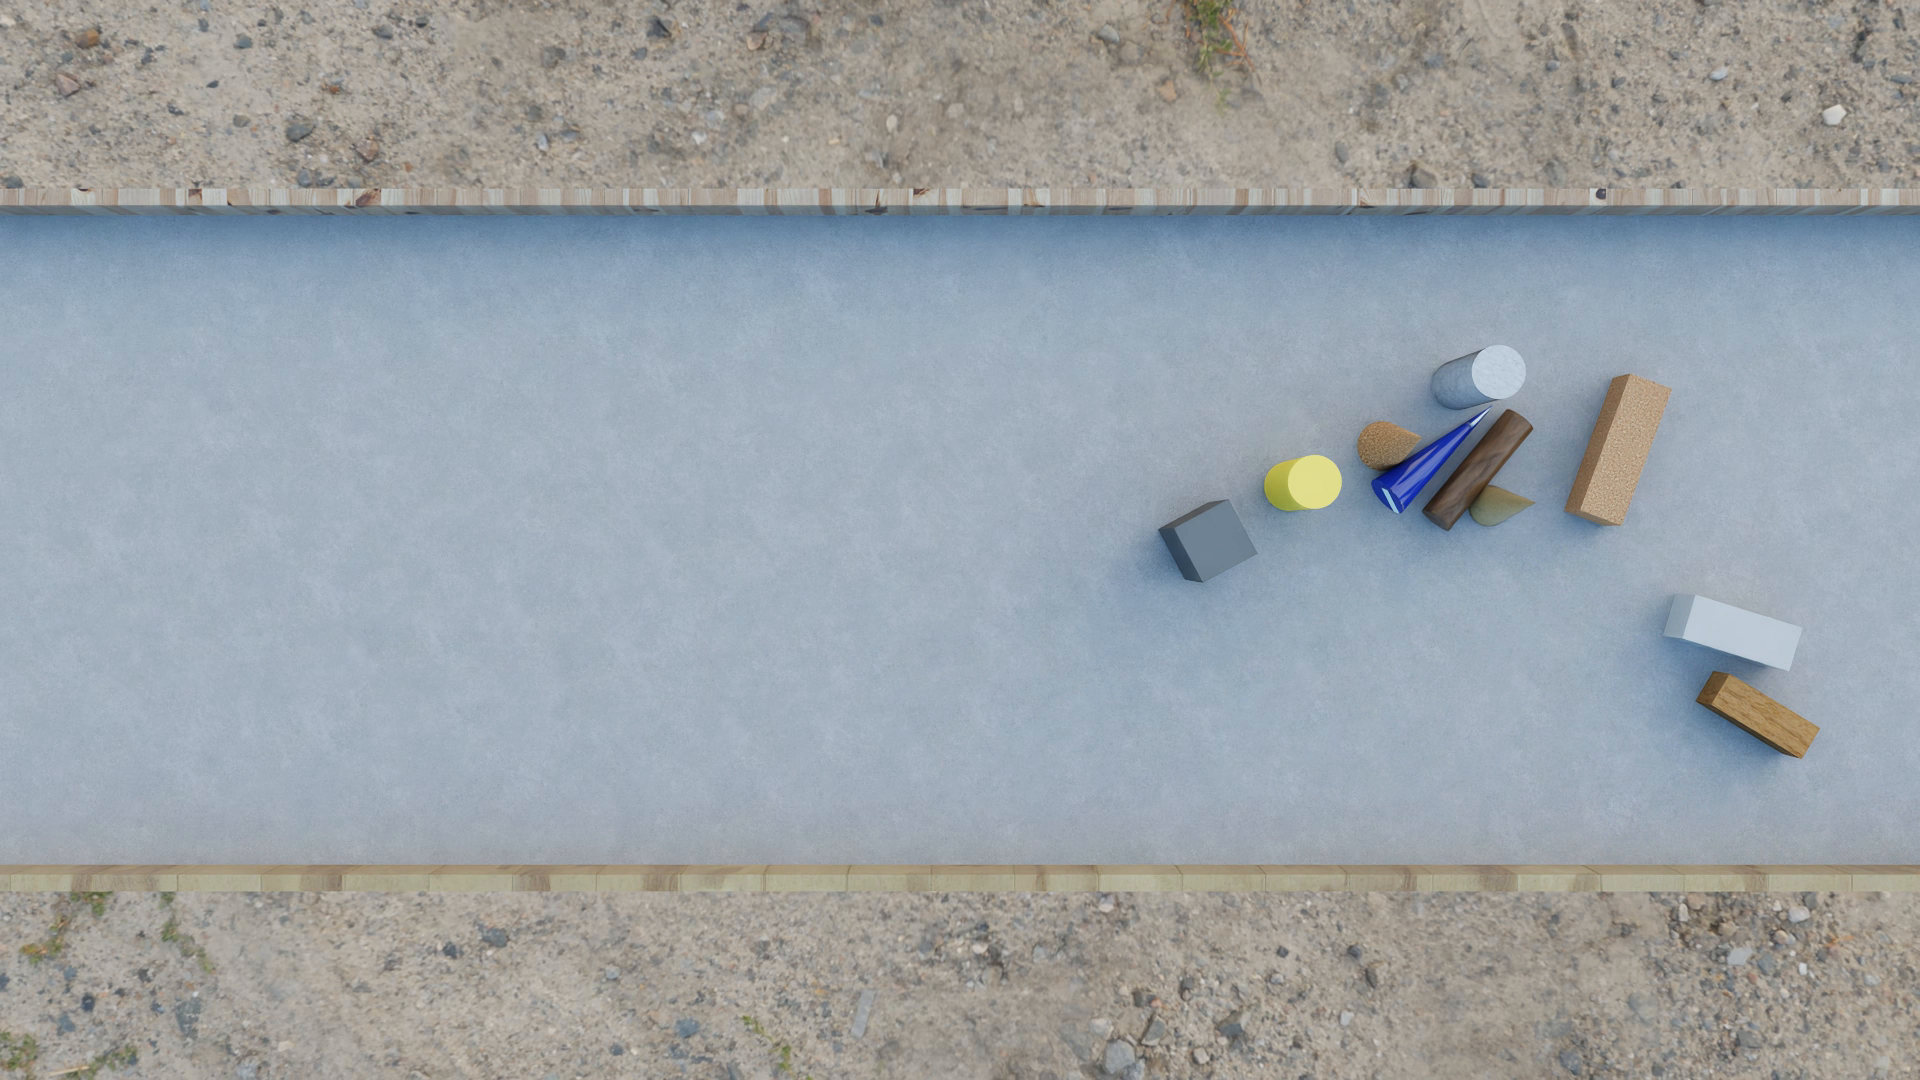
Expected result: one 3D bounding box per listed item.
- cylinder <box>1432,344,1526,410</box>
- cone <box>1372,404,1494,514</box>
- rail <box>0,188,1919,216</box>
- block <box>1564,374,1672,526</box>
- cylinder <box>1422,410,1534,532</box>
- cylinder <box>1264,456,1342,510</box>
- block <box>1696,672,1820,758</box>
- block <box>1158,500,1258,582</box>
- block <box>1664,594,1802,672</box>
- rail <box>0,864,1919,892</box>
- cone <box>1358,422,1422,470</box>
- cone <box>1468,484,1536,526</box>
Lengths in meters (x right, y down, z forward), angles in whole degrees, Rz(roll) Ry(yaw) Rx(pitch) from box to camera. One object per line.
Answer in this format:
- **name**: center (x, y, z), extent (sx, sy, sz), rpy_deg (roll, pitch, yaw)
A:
- **cylinder**: center (1.530, -0.477, 4.880), extent (0.154, 0.394, 0.154), rpy_deg (0, 90, 0)
- **cone**: center (1.472, -0.275, 5.044), extent (0.455, 0.132, 0.132), rpy_deg (-40, 90, -8)
- **rail**: center (-2.247, -1.025, 5.002), extent (12.000, 0.150, 0.050), rpy_deg (0, 90, 0)
- **block**: center (1.997, -0.271, 5.010), extent (0.133, 0.133, 0.437), rpy_deg (20, 90, 0)
- **cylinder**: center (1.577, -0.213, 5.026), extent (0.101, 0.101, 0.401), rpy_deg (40, 90, 0)
- **cylinder**: center (1.013, -0.166, 4.892), extent (0.153, 0.368, 0.153), rpy_deg (0, 90, 0)
- **block**: center (2.427, 0.531, 5.022), extent (0.318, 0.109, 0.109), rpy_deg (31, 90, 0)
- **block**: center (0.729, 0.003, 4.886), extent (0.177, 0.380, 0.177), rpy_deg (-28, 90, 0)
- **block**: center (2.344, 0.279, 5.008), extent (0.335, 0.136, 0.136), rpy_deg (17, 90, 0)
- **rail**: center (-2.247, 1.025, 5.001), extent (12.000, 0.150, 0.050), rpy_deg (0, 90, 0)
- **cone**: center (1.299, -0.289, 4.857), extent (0.153, 0.440, 0.153), rpy_deg (0, 90, 0)
- **cone**: center (1.628, -0.106, 4.866), extent (0.129, 0.421, 0.129), rpy_deg (0, 90, 0)
